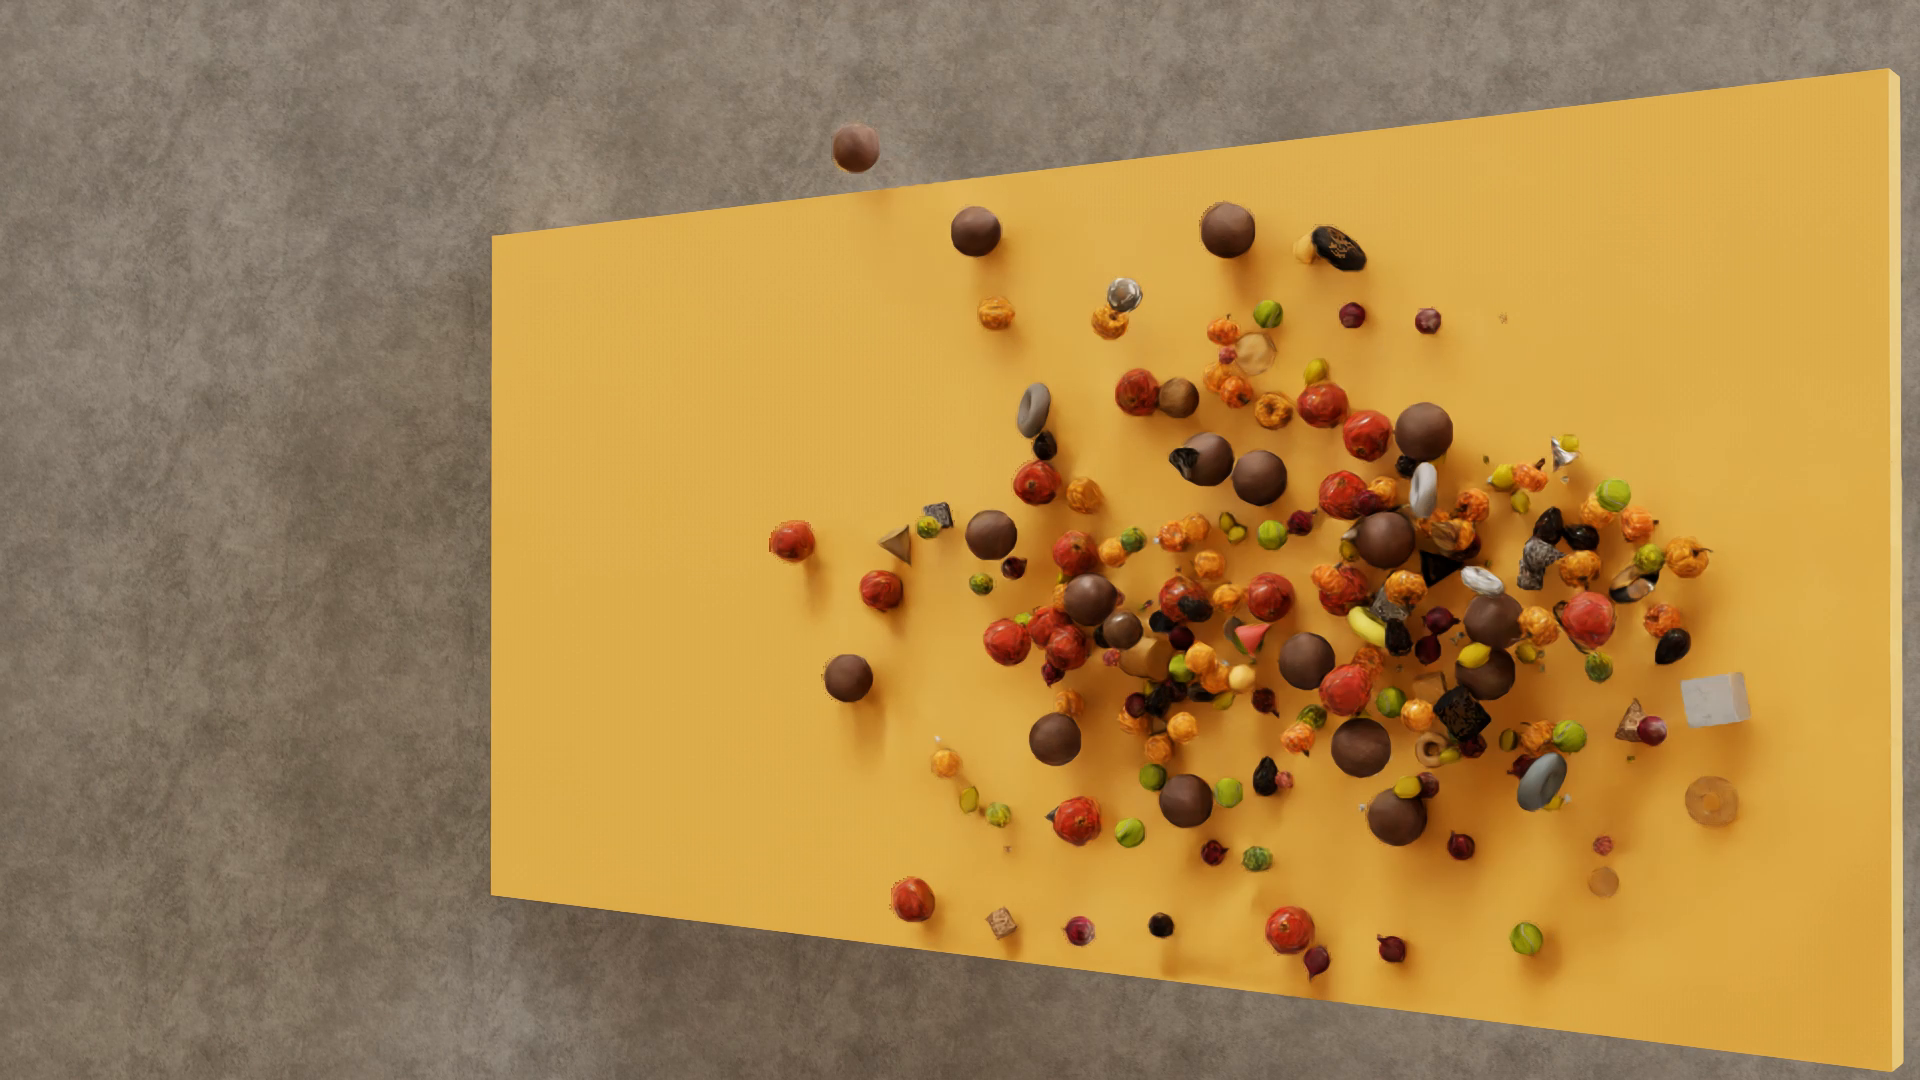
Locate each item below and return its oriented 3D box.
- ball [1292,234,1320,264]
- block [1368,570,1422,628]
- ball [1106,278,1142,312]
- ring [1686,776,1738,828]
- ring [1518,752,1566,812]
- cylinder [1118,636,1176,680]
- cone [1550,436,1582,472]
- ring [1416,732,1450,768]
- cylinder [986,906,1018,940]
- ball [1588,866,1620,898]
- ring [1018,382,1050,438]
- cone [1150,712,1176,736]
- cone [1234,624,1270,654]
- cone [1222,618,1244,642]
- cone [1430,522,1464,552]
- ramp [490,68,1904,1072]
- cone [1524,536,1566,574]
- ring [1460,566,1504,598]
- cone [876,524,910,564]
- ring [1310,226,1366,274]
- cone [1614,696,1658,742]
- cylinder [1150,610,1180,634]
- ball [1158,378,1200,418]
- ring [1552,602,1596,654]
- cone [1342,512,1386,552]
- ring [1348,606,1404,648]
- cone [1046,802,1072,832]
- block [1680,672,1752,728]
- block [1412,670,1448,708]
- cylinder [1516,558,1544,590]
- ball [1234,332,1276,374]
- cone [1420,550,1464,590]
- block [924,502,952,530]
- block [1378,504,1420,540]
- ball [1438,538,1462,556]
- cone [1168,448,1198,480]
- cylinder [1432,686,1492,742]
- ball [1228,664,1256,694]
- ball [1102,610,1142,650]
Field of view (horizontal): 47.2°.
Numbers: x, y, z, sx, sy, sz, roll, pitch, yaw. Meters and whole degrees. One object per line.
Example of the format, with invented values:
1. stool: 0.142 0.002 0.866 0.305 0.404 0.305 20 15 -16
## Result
1. ball: 0.802 -0.673 5.082 0.068 0.068 0.068 0 90 0
2. block: 0.974 0.133 4.917 0.078 0.078 0.078 32 132 5
3. ball: 0.386 -0.575 5.160 0.083 0.083 0.083 0 90 0
4. ring: 1.560 0.542 4.562 0.108 0.036 0.108 -1 88 34
5. ring: 1.229 0.511 4.642 0.046 0.139 0.139 36 90 34
6. cylinder: 0.449 0.284 5.290 0.098 0.098 0.098 -4 97 -39
7. cone: 1.287 -0.196 4.724 0.072 0.072 0.072 -34 93 0
8. ring: 1.057 0.469 4.920 0.081 0.027 0.081 -1 88 36
9. cylinder: 0.105 0.968 5.558 0.059 0.059 0.059 -31 70 0
10. ball: 1.370 0.728 4.676 0.065 0.065 0.065 0 90 0
11. ring: 0.184 -0.324 5.490 0.047 0.142 0.142 13 90 -15
12. cone: 0.493 0.450 5.313 0.060 0.060 0.060 8 90 4
13. cone: 0.686 0.214 5.073 0.077 0.077 0.077 -33 90 12
14. cone: 0.634 0.212 5.199 0.058 0.058 0.058 0 89 35
15. cone: 1.062 -0.024 4.733 0.070 0.070 0.070 -32 90 -21
16. ramp: 0.245 0.068 5.570 4.000 0.100 2.000 0 89 35
17. cone: 1.244 0.031 4.636 0.079 0.079 0.079 0 91 -43
18. ring: 1.107 0.089 4.657 0.098 0.098 0.033 19 117 0
19. cone: -0.154 0.026 5.760 0.096 0.096 0.096 -30 100 0
20. ring: 0.860 -0.660 4.995 0.143 0.143 0.048 35 117 0
21. cone: 1.426 0.371 4.642 0.088 0.088 0.088 5 70 0
22. cylinder: 0.493 0.198 5.292 0.053 0.053 0.053 -4 84 36
23. ball: 0.522 -0.339 5.257 0.098 0.098 0.098 0 90 0
24. ring: 1.309 0.186 4.686 0.042 0.126 0.126 -36 90 14
25. cone: 0.892 -0.011 4.956 0.094 0.094 0.094 -10 89 -30
26. ring: 0.932 0.196 4.928 0.138 0.138 0.046 26 110 0
27. cone: 0.259 0.699 5.464 0.071 0.071 0.071 -36 88 0
28. block: 1.556 0.329 4.526 0.099 0.099 0.099 -14 82 35
29. block: 1.044 0.330 4.870 0.062 0.062 0.062 -14 96 19
30. cylinder: 1.236 0.074 4.758 0.054 0.054 0.054 2 111 0
31. ball: 0.689 -0.437 5.140 0.100 0.100 0.100 0 90 0
32. cone: 1.077 0.060 4.894 0.093 0.093 0.093 -9 90 8
33. block: -0.056 -0.060 5.673 0.058 0.058 0.058 -12 82 8
34. block: 0.990 -0.041 4.952 0.058 0.058 0.058 -29 73 31
35. ball: 1.089 0.012 4.886 0.052 0.052 0.052 0 90 0
36. cone: 0.521 -0.165 5.086 0.070 0.070 0.070 -3 55 0
37. cylinder: 1.087 0.376 4.763 0.088 0.088 0.088 -41 96 0
38. ball: 0.653 0.323 5.093 0.068 0.068 0.068 0 90 0
39. ball: 0.382 0.212 5.175 0.096 0.096 0.096 0 90 0
